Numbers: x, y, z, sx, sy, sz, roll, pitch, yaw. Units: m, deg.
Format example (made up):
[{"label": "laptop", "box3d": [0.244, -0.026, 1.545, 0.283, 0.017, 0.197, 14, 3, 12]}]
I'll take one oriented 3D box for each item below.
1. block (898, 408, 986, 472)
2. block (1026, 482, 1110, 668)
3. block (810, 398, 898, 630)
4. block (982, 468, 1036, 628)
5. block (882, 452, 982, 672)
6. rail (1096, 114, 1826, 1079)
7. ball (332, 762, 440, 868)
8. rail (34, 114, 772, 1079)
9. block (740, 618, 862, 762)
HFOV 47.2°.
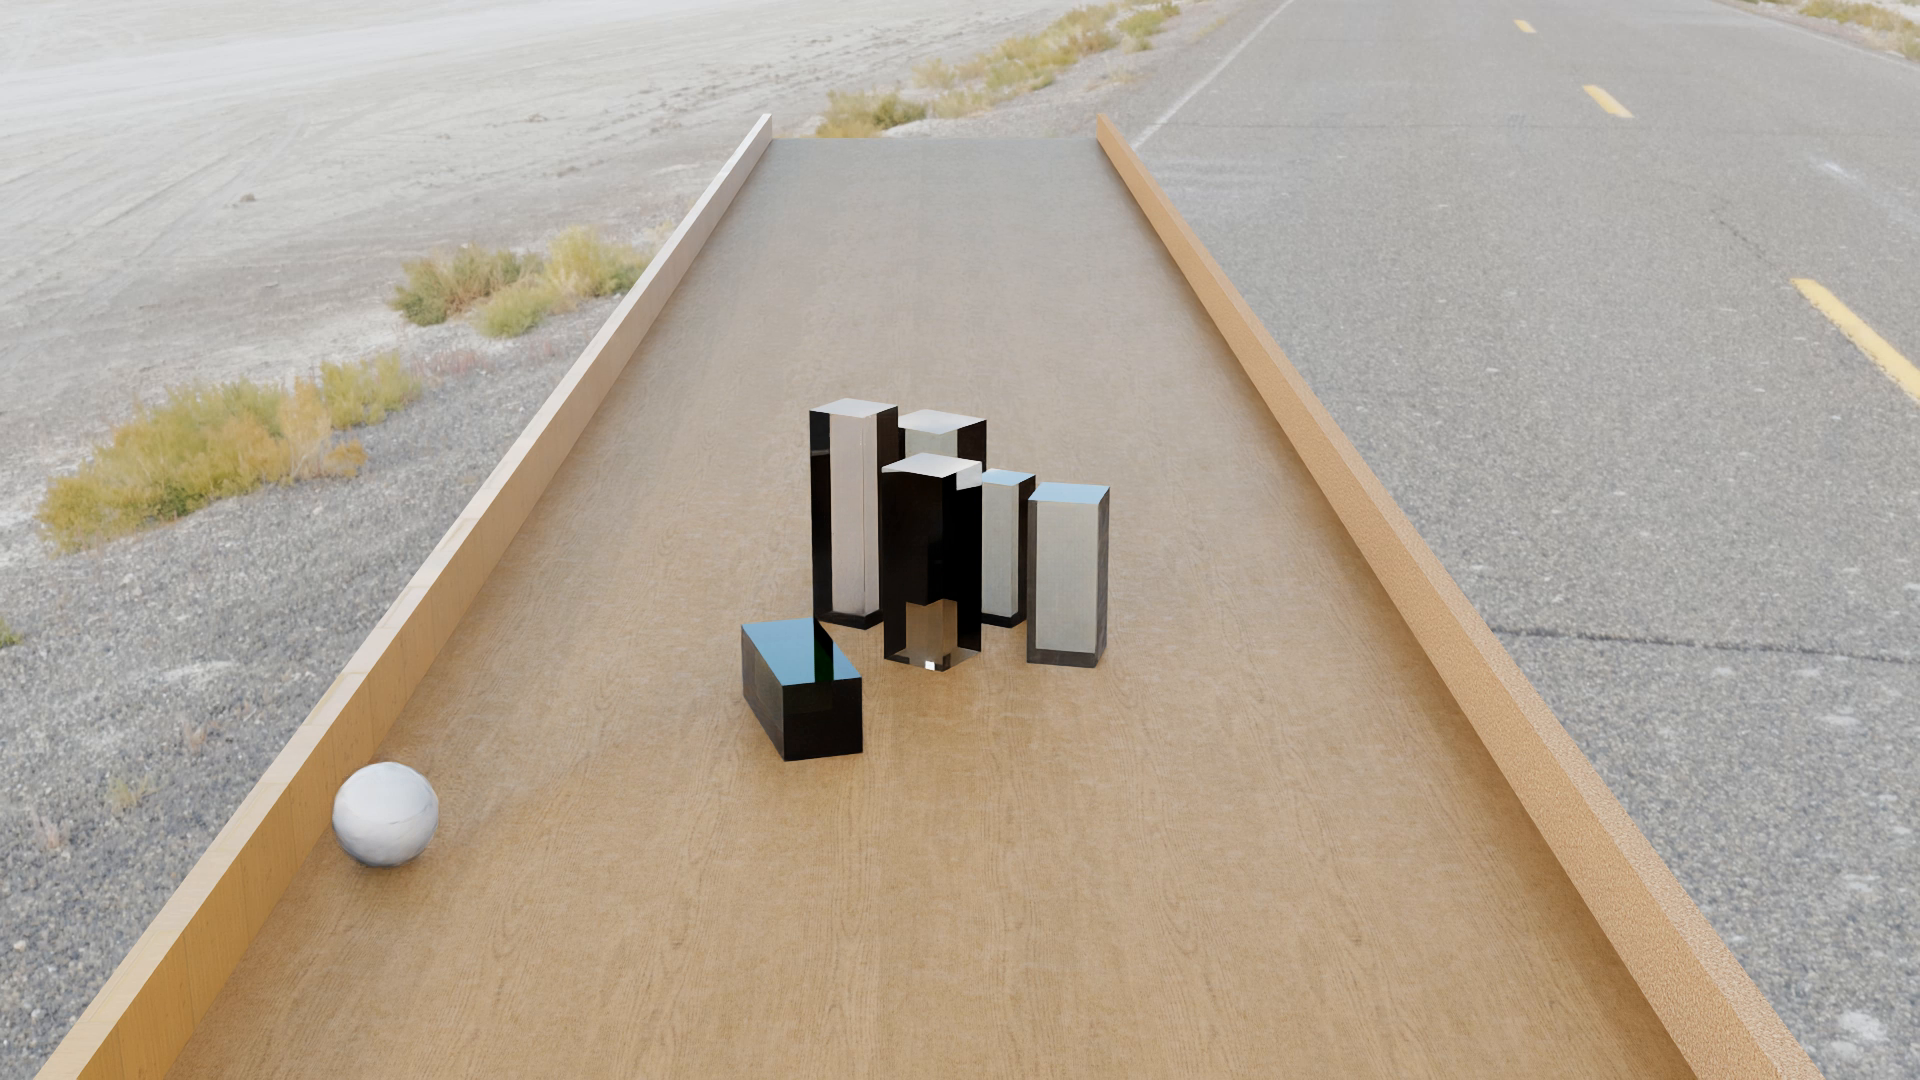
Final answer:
[{"label": "block", "box3d": [-0.061, -0.083, 4.858, 0.171, 0.369, 0.171, 12, 20, 34]}, {"label": "block", "box3d": [0.217, 0.069, 4.400, 0.138, 0.339, 0.138, 4, 17, 13]}, {"label": "block", "box3d": [-0.220, -0.055, 4.615, 0.133, 0.455, 0.133, 10, 19, 30]}, {"label": "block", "box3d": [0.087, 0.017, 4.627, 0.105, 0.309, 0.105, 9, 19, 28]}, {"label": "block", "box3d": [-0.055, 0.043, 4.386, 0.142, 0.398, 0.142, 10, 20, 31]}, {"label": "rail", "box3d": [0.932, -0.844, 7.801, 0.050, 0.150, 12.000, 0, 17, -1]}, {"label": "ball", "box3d": [-0.908, 0.434, 3.478, 0.165, 0.165, 0.165, 0, 17, 0]}, {"label": "rail", "box3d": [-1.118, -0.838, 7.780, 0.050, 0.150, 12.000, 0, 17, -1]}, {"label": "block", "box3d": [-0.295, 0.271, 4.061, 0.145, 0.145, 0.350, -5, 17, -17]}]
